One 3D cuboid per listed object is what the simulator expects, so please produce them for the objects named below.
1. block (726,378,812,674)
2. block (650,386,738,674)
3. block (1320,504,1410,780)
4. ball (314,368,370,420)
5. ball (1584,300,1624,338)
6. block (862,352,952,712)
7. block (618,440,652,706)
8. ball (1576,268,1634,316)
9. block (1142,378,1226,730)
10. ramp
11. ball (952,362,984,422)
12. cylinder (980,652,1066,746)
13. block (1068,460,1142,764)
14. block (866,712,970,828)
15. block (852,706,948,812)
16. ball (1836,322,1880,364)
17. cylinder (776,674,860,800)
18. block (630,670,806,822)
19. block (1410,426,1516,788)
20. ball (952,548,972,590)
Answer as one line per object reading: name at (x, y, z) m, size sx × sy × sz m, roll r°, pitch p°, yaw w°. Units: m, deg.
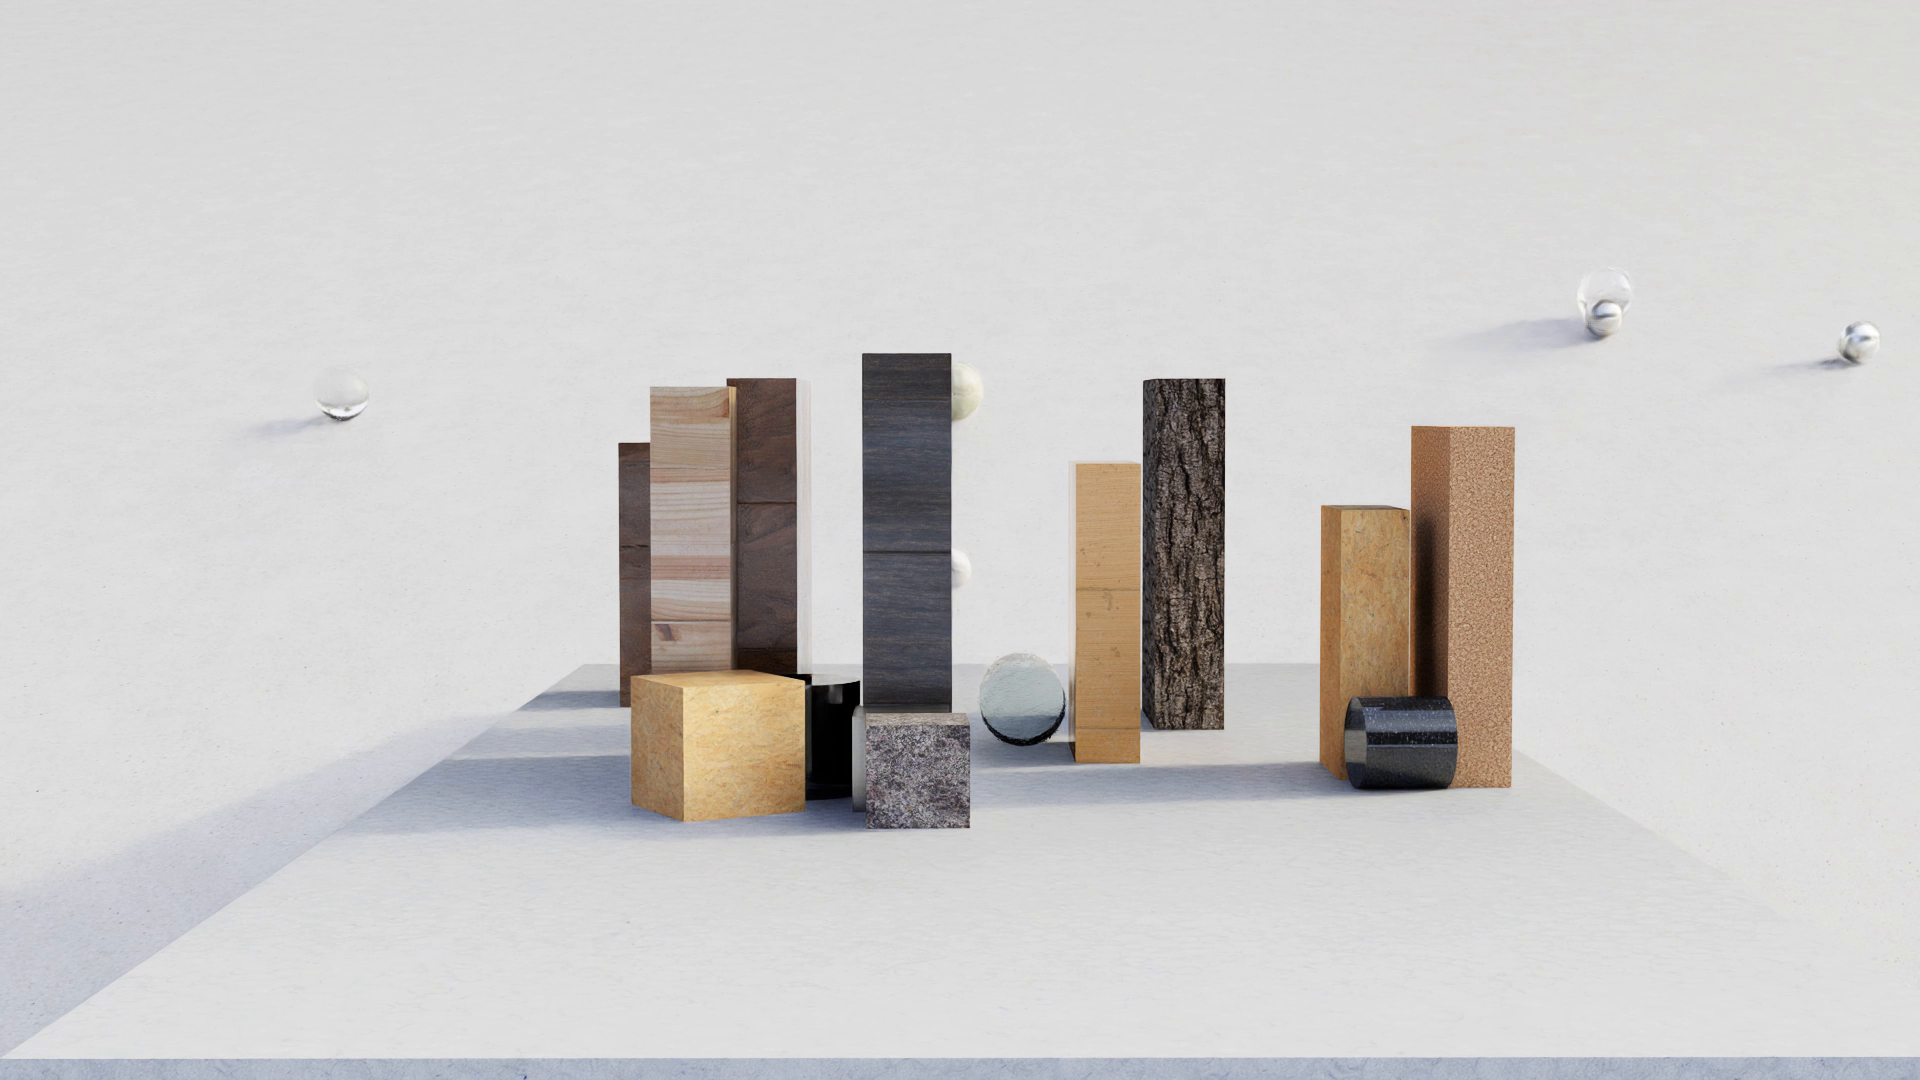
block at (-0.338, 0.061, 4.610) m, size 0.119 × 0.694 × 0.445 m, roll 0°, pitch 3°, yaw 0°
block at (-0.445, 0.077, 4.441) m, size 0.131 × 0.679 × 0.391 m, roll 0°, pitch 3°, yaw 0°
block at (0.715, 0.176, 4.557) m, size 0.118 × 0.468 × 0.248 m, roll 0°, pitch 3°, yaw 0°
ball at (-2.047, -0.483, 8.515) m, size 0.177 × 0.177 × 0.177 m, roll 0°, pitch 22°, yaw 0°
ball at (2.346, -0.808, 9.371) m, size 0.137 × 0.137 × 0.137 m, roll 0°, pitch 22°, yaw 0°
block at (-0.087, 0.051, 4.415) m, size 0.147 × 0.733 × 0.377 m, roll 0°, pitch 3°, yaw 0°
block at (-0.691, 0.067, 5.730) m, size 0.090 × 0.572 × 0.356 m, roll 0°, pitch 3°, yaw 0°
ball at (2.388, -0.906, 9.520) m, size 0.207 × 0.207 × 0.207 m, roll 0°, pitch 22°, yaw 0°
block at (0.460, 0.020, 5.320) m, size 0.139 × 0.704 × 0.361 m, roll 0°, pitch 3°, yaw 0°
ramp at (0.051, 0.462, 4.533) m, size 2.000 × 0.100 × 4.000 m, roll 0°, pitch 3°, yaw 0°
ball at (-0.020, -0.491, 8.511) m, size 0.194 × 0.194 × 0.194 m, roll 0°, pitch 22°, yaw 0°
cylinder at (0.120, 0.308, 4.984) m, size 0.164 × 0.164 × 0.164 m, roll 0°, pitch 3°, yaw 0°
block at (0.268, 0.126, 4.806) m, size 0.118 × 0.543 × 0.308 m, roll 0°, pitch 3°, yaw 0°
block at (-0.067, 0.358, 4.007) m, size 0.159 × 0.159 × 0.159 m, roll 0°, pitch 3°, yaw -2°
block at (-0.095, 0.353, 4.164) m, size 0.153 × 0.153 × 0.153 m, roll 0°, pitch 3°, yaw 0°
ball at (3.175, -0.699, 9.089) m, size 0.146 × 0.146 × 0.146 m, roll 0°, pitch 22°, yaw 0°
cylinder at (-0.262, 0.328, 4.307) m, size 0.190 × 0.190 × 0.190 m, roll 0°, pitch 3°, yaw 0°
block at (-0.390, 0.327, 4.130) m, size 0.210 × 0.210 × 0.210 m, roll -2°, pitch 3°, yaw -30°
block at (0.879, 0.105, 4.526) m, size 0.109 × 0.611 × 0.372 m, roll 0°, pitch 3°, yaw 0°
ball at (-0.028, 0.081, 7.196) m, size 0.119 × 0.119 × 0.119 m, roll 0°, pitch 22°, yaw 0°
